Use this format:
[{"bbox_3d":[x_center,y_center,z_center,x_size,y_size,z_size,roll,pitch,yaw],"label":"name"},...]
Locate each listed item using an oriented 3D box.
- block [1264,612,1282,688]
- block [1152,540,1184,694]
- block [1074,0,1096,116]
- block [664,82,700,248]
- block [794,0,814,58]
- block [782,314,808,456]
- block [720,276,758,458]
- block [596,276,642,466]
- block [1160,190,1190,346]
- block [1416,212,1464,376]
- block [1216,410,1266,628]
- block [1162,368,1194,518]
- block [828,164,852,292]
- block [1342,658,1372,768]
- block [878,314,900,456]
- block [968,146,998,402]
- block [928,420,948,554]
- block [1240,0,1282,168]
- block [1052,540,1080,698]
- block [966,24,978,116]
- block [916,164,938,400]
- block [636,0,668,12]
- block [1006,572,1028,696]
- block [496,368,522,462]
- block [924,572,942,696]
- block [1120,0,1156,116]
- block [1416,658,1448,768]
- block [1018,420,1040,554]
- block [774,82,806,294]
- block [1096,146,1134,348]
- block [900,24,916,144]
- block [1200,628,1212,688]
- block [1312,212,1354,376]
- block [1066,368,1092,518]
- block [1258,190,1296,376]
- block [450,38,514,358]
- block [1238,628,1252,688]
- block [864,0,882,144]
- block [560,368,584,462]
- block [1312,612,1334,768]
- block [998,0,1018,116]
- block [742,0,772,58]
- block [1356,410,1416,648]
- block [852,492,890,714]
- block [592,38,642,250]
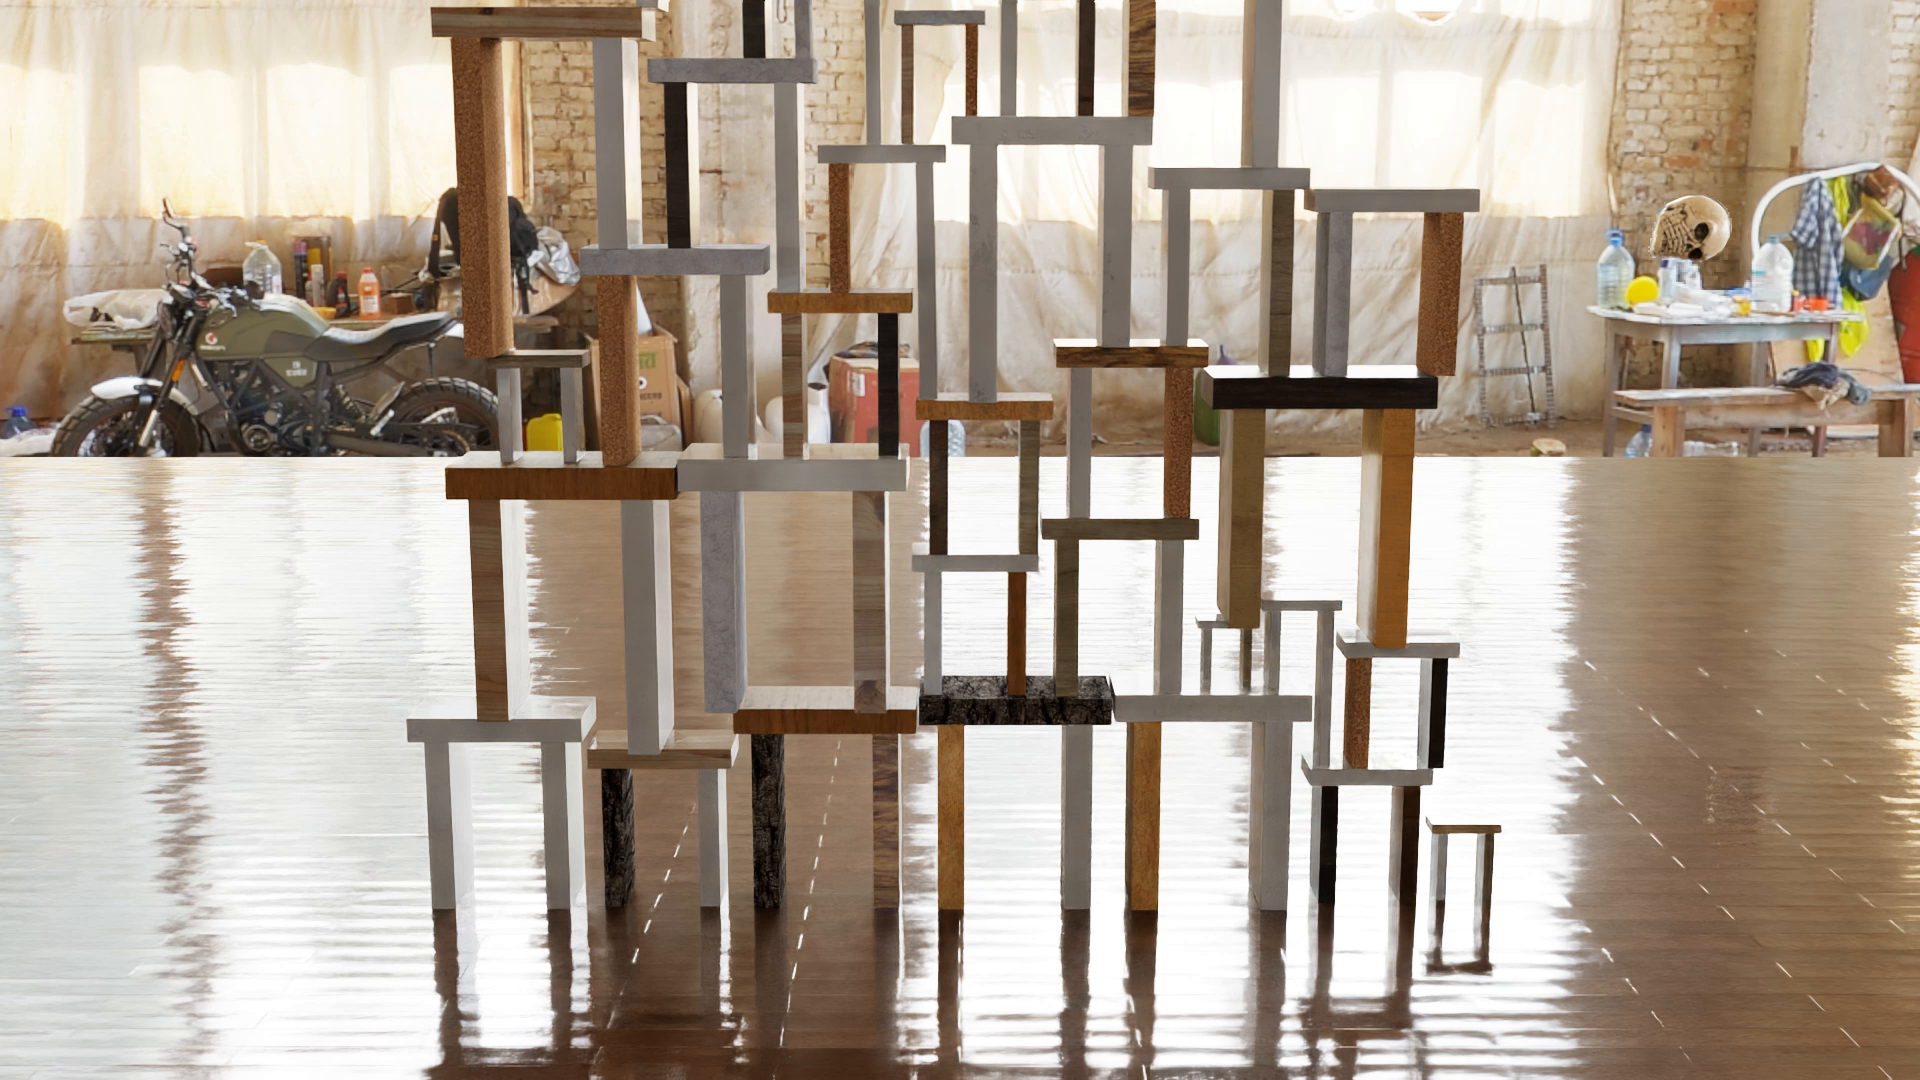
[{"bbox_3d":[0.509,0.172,3.587,0.018,0.129,0.064,0,11,0],"label":"block"},{"bbox_3d":[0.339,0.112,3.577,0.035,0.250,0.125,0,11,0],"label":"block"},{"bbox_3d":[0.194,-0.749,3.417,0.025,0.179,0.090,0,11,-1],"label":"block"},{"bbox_3d":[-0.435,-0.587,3.447,0.036,0.253,0.126,0,11,0],"label":"block"},{"bbox_3d":[-0.242,-0.827,3.403,0.023,0.163,0.081,0,11,0],"label":"block"},{"bbox_3d":[-0.263,-0.254,3.511,0.032,0.225,0.112,0,11,0],"label":"block"},{"bbox_3d":[-0.353,-0.284,3.507,0.040,0.285,0.143,0,11,0],"label":"block"},{"bbox_3d":[-0.543,-0.277,3.508,0.040,0.299,0.143,0,11,0],"label":"block"},{"bbox_3d":[0.340,-0.434,3.482,0.034,0.242,0.121,0,11,0],"label":"block"},{"bbox_3d":[0.759,-0.393,3.483,0.036,0.254,0.127,1,11,0],"label":"block"},{"bbox_3d":[0.453,-0.048,3.554,0.050,0.351,0.175,0,11,0],"label":"block"},{"bbox_3d":[0.350,-0.164,3.530,0.034,0.238,0.119,0,11,0],"label":"block"},{"bbox_3d":[-0.189,-0.493,3.462,0.028,0.199,0.099,0,11,0],"label":"block"},{"bbox_3d":[0.652,0.273,3.612,0.026,0.185,0.093,0,11,0],"label":"block"},{"bbox_3d":[-0.113,-0.254,3.511,0.032,0.225,0.113,0,11,0],"label":"block"},{"bbox_3d":[0.036,-0.423,3.476,0.044,0.396,0.155,0,11,0],"label":"block"},{"bbox_3d":[-0.034,-0.093,3.539,0.031,0.216,0.108,0,11,0],"label":"block"},{"bbox_3d":[0.468,-0.764,3.412,0.041,0.365,0.144,0,11,0],"label":"block"},{"bbox_3d":[0.172,0.116,3.578,0.035,0.257,0.125,0,11,0],"label":"block"},{"bbox_3d":[0.018,-0.729,3.415,0.020,0.139,0.070,0,11,1],"label":"block"},{"bbox_3d":[-0.053,-0.411,3.483,0.028,0.368,0.099,-1,11,-1],"label":"block"},{"bbox_3d":[-0.476,-0.941,3.388,0.034,0.243,0.122,0,11,-1],"label":"block"},{"bbox_3d":[0.092,0.142,3.583,0.029,0.203,0.102,0,11,0],"label":"block"},{"bbox_3d":[-0.721,-0.204,3.522,0.021,0.150,0.075,0,11,0],"label":"block"},{"bbox_3d":[-0.044,0.142,3.582,0.029,0.203,0.102,0,11,0],"label":"block"},{"bbox_3d":[0.276,-0.802,3.404,0.041,0.288,0.144,0,11,0],"label":"block"},{"bbox_3d":[0.776,0.273,3.612,0.026,0.185,0.093,0,11,0],"label":"block"},{"bbox_3d":[0.110,-0.093,3.540,0.031,0.216,0.108,0,11,0],"label":"block"},{"bbox_3d":[-0.266,-0.554,3.455,0.036,0.322,0.126,0,11,0],"label":"block"},{"bbox_3d":[0.243,-0.466,3.471,0.044,0.310,0.155,0,11,0],"label":"block"},{"bbox_3d":[-0.081,-0.709,3.424,0.020,0.183,0.070,0,11,1],"label":"block"},{"bbox_3d":[0.402,0.187,3.592,0.014,0.097,0.049,0,11,0],"label":"block"},{"bbox_3d":[0.589,-0.393,3.483,0.036,0.254,0.127,0,11,0],"label":"block"},{"bbox_3d":[0.191,-0.164,3.530,0.034,0.239,0.119,0,11,0],"label":"block"},{"bbox_3d":[0.501,-0.411,3.486,0.034,0.288,0.121,0,11,0],"label":"block"},{"bbox_3d":[-0.749,-0.537,3.455,0.045,0.486,0.159,0,11,0],"label":"block"},{"bbox_3d":[0.467,0.187,3.592,0.014,0.097,0.049,0,11,0],"label":"block"},{"bbox_3d":[-0.136,-0.763,3.412,0.023,0.293,0.081,-1,11,-4],"label":"block"},{"bbox_3d":[-0.621,-0.204,3.522,0.021,0.150,0.075,0,11,0],"label":"block"},{"bbox_3d":[0.595,0.237,3.599,0.018,0.261,0.064,0,11,0],"label":"block"},{"bbox_3d":[0.074,-0.749,3.416,0.025,0.179,0.090,0,11,-1],"label":"block"},{"bbox_3d":[-0.314,-0.905,3.396,0.034,0.318,0.121,0,11,0],"label":"block"},{"bbox_3d":[0.687,-0.032,3.557,0.050,0.383,0.176,0,11,0],"label":"block"},{"bbox_3d":[-0.143,0.084,3.571,0.051,0.359,0.180,0,11,0],"label":"block"},{"bbox_3d":[-0.535,-0.620,3.443,0.045,0.319,0.159,0,11,0],"label":"block"}]
